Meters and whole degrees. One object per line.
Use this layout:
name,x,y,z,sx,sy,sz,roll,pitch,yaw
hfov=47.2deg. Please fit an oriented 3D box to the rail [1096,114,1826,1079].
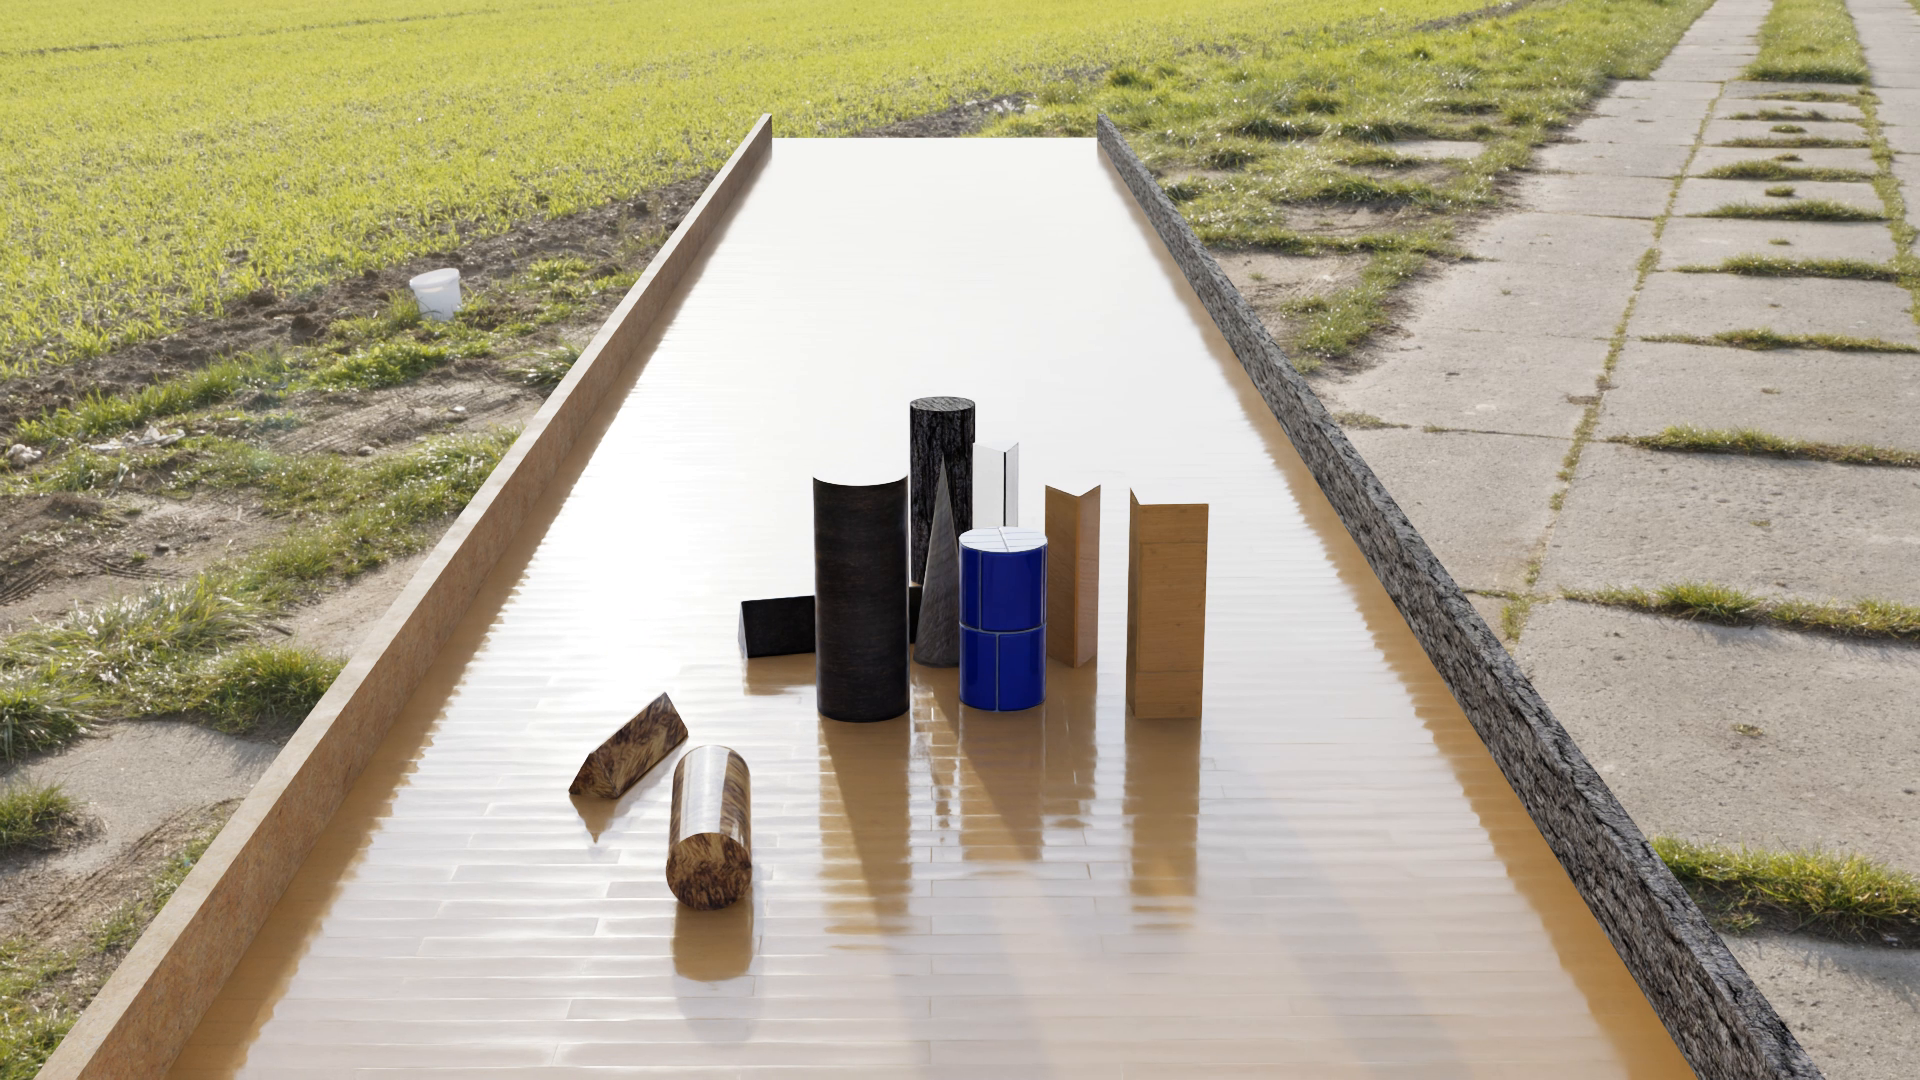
rail,0.932,-0.844,7.801,0.050,0.150,12.000,0,17,-1

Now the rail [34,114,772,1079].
rail,-1.118,-0.838,7.780,0.050,0.150,12.000,0,17,-1

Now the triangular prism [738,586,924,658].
triangular prism,-0.244,0.156,4.515,0.413,0.101,0.116,-4,17,-15

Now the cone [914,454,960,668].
cone,-0.033,0.033,4.368,0.123,0.425,0.123,0,17,0

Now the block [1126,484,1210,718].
block,0.385,0.115,4.112,0.127,0.415,0.127,-1,17,-4

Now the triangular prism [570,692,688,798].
triangular prism,-0.584,0.355,3.886,0.091,0.079,0.312,5,17,15

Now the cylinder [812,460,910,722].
cylinder,-0.183,0.096,4.104,0.177,0.457,0.177,0,17,0

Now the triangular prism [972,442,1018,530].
triangular prism,0.091,-0.020,4.639,0.084,0.374,0.097,-15,22,-40

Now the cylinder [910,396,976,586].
cylinder,-0.038,-0.107,4.884,0.145,0.401,0.145,0,17,0

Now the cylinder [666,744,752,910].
cylinder,-0.396,0.450,3.487,0.130,0.130,0.354,-2,17,-5

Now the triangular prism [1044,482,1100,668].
triangular prism,0.239,0.064,4.387,0.094,0.355,0.109,-11,20,-32

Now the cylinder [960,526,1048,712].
cylinder,0.081,0.149,4.171,0.167,0.316,0.167,0,17,0
